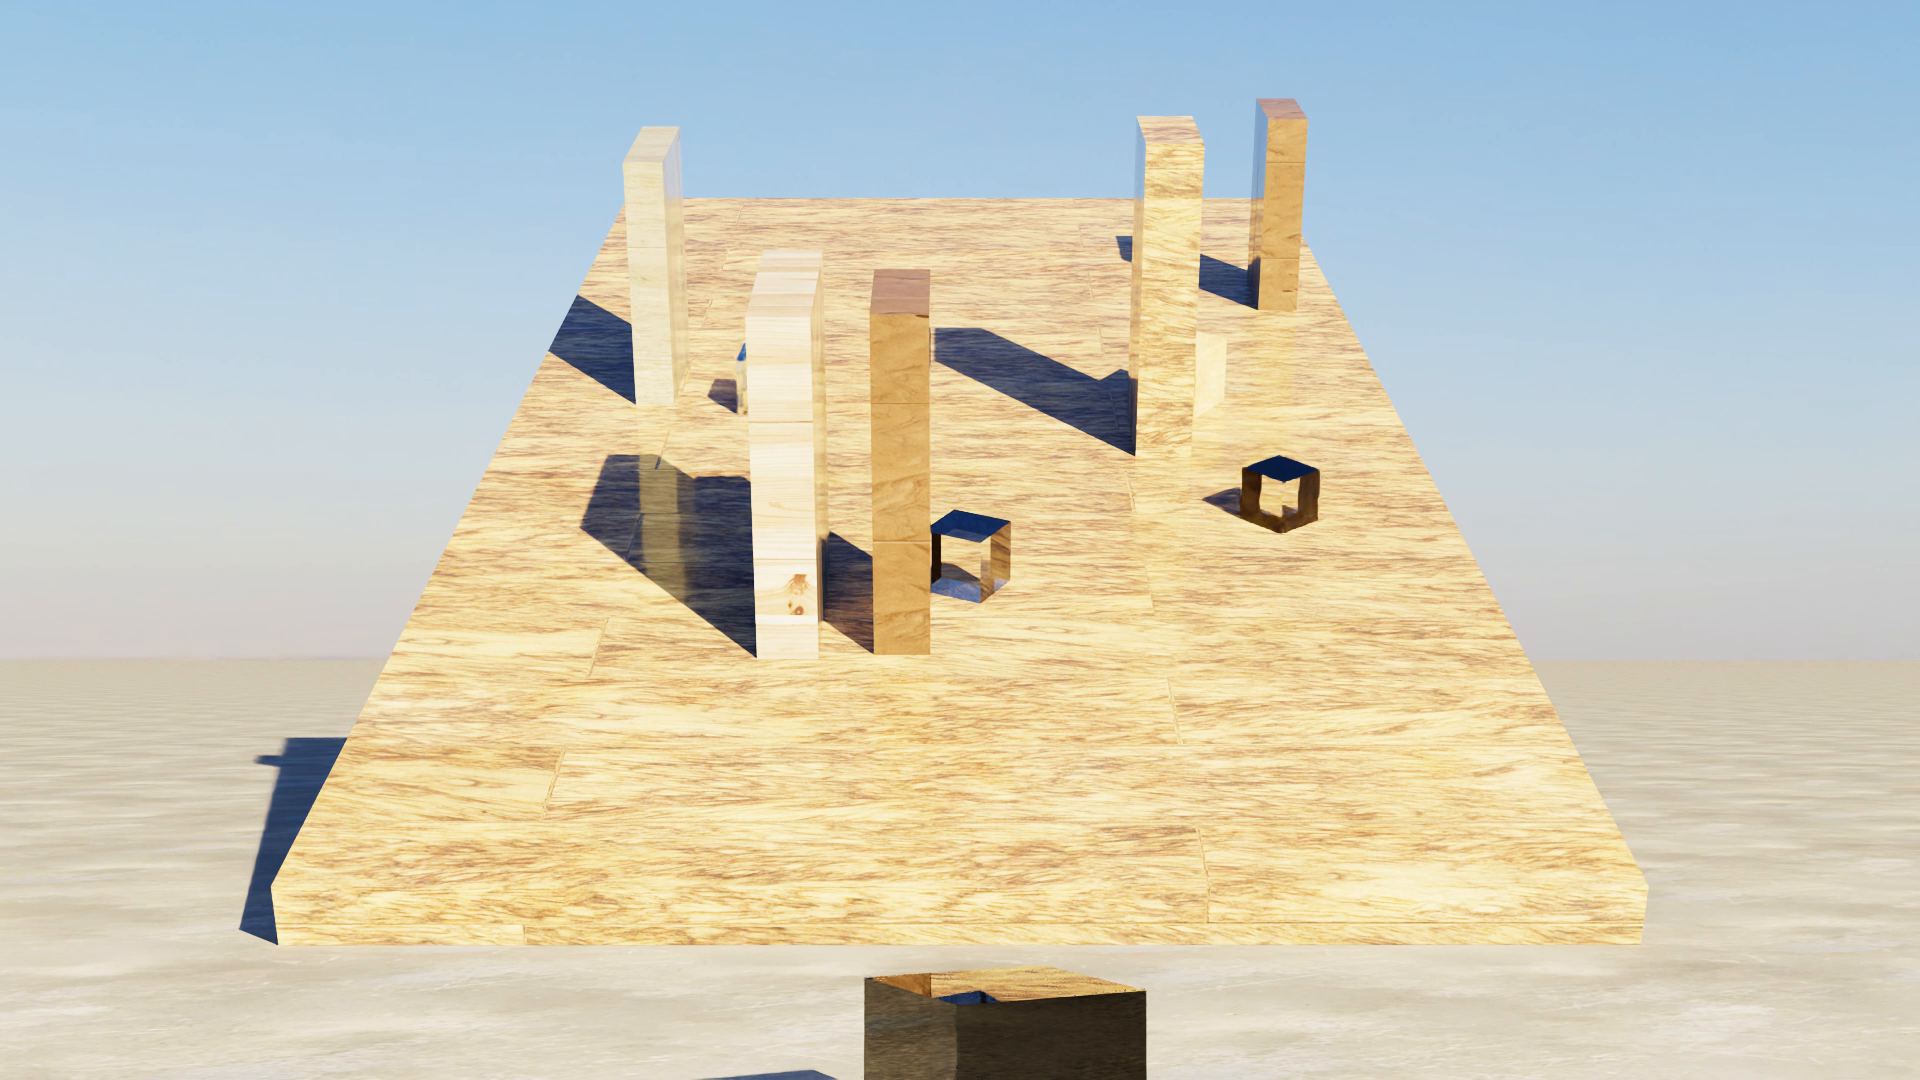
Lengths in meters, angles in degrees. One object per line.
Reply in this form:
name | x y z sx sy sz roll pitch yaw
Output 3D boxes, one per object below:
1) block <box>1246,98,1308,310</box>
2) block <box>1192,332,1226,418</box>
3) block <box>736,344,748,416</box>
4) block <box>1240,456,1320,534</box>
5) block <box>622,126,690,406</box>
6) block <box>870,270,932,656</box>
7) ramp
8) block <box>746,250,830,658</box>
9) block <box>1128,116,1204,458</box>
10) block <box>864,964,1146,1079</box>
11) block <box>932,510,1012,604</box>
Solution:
block | 0.821 -0.872 5.988 0.099 0.498 0.251 0 23 0
block | 0.505 -0.384 5.271 0.151 0.151 0.151 14 26 29
block | -0.434 -0.365 5.250 0.130 0.130 0.130 1 23 3
block | 0.642 -0.092 4.628 0.110 0.110 0.110 -18 29 -37
block | -0.698 -0.637 5.336 0.086 0.564 0.357 0 23 0
block | -0.102 -0.137 4.068 0.099 0.625 0.269 0 23 0
ramp | -0.007 -0.224 5.214 2.000 0.100 4.000 0 23 0
block | -0.302 -0.159 4.120 0.108 0.624 0.414 0 23 0
block | 0.439 -0.545 4.968 0.119 0.683 0.264 0 23 0
block | 0.034 0.435 1.828 0.166 0.166 0.166 1 -3 -27
block | 0.013 0.030 4.320 0.122 0.122 0.122 12 25 26
